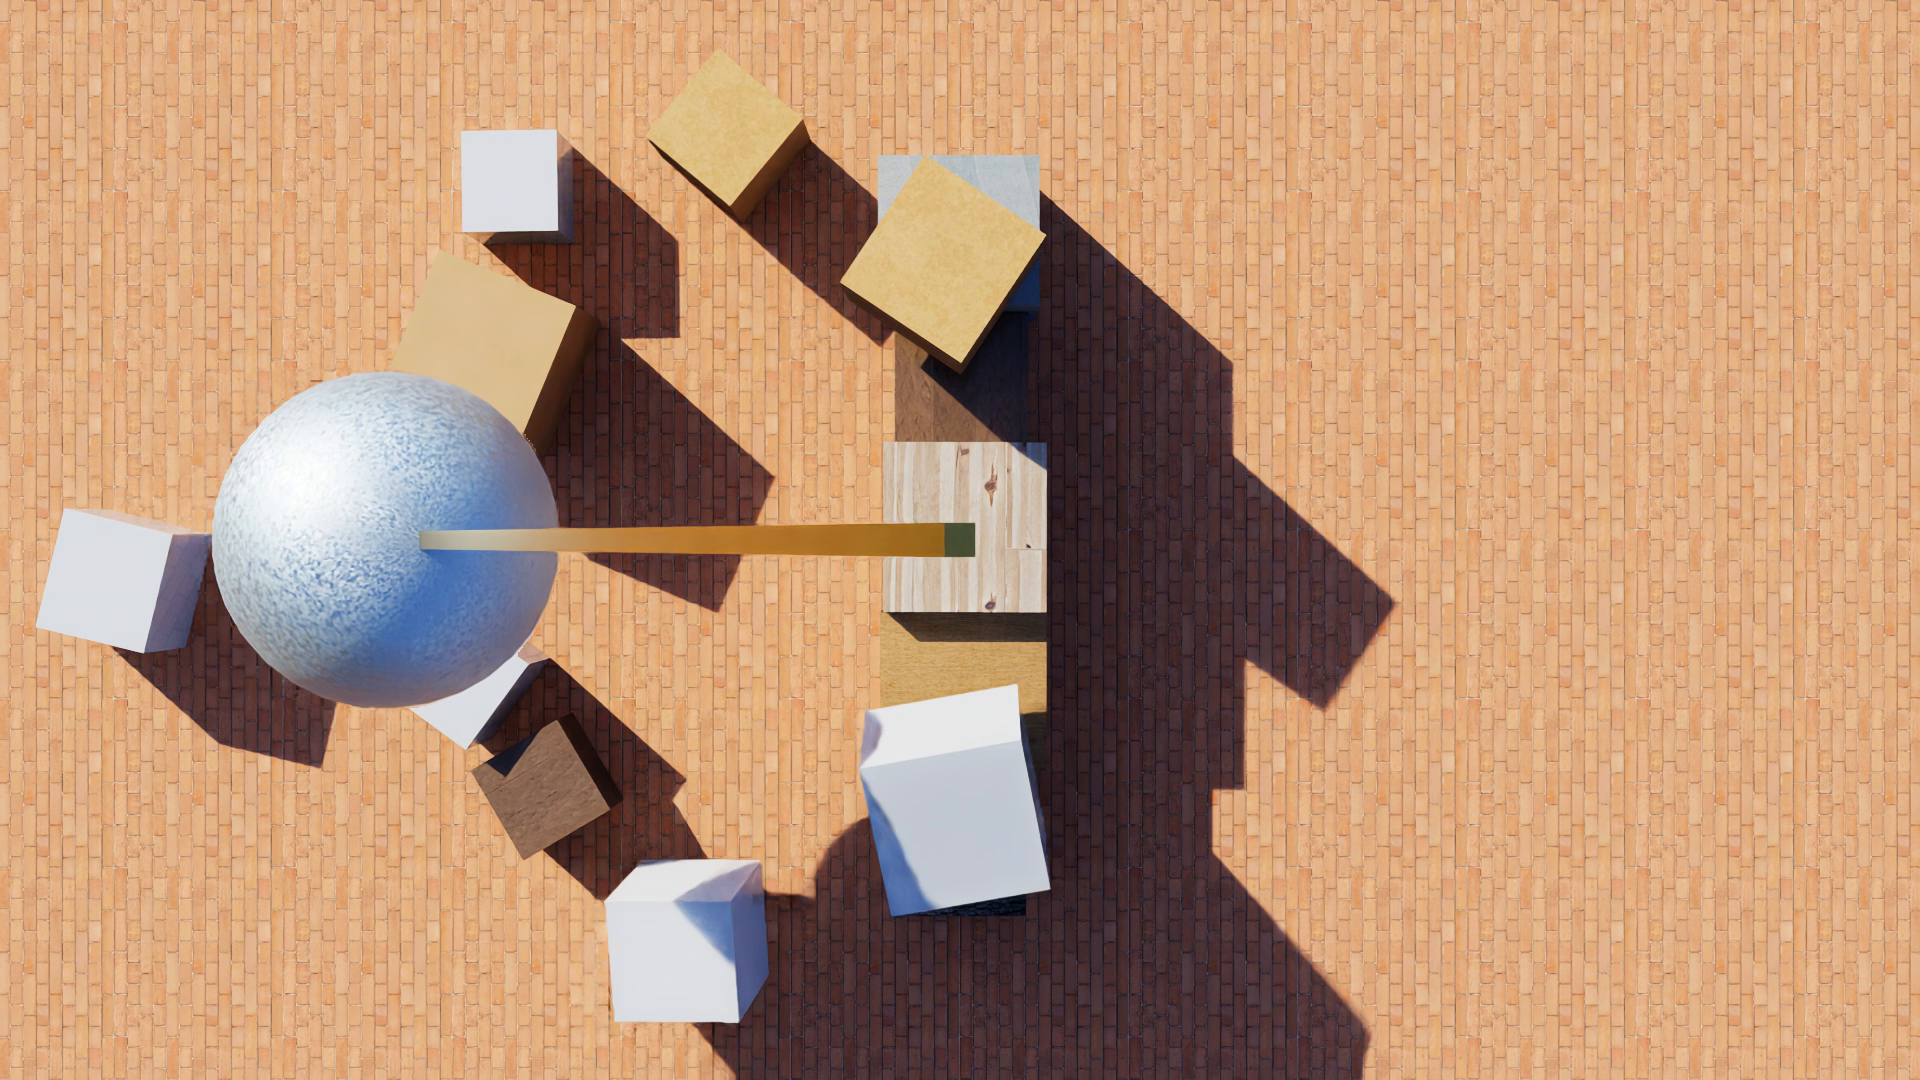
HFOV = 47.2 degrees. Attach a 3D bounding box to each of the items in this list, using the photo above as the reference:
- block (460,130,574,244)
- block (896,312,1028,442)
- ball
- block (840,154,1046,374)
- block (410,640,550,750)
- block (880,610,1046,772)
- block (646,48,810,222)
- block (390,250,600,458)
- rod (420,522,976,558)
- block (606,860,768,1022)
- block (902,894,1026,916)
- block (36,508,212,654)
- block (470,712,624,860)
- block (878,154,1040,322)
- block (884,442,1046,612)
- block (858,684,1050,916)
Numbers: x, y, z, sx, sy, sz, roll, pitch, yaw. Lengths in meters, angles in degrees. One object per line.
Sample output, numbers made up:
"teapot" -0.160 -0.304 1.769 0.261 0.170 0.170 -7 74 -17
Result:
"block" -2.556 -2.038 12.738 0.543 0.524 0.573 -1 90 0
"block" 0.009 -0.912 12.671 0.747 0.658 0.729 0 90 0
"ball" -2.705 0.000 10.424 1.600 1.600 1.600 0 90 0
"block" -0.086 -1.435 11.613 0.743 0.809 0.783 34 90 0
"block" -2.860 0.742 12.664 0.657 0.672 0.596 36 90 0
"block" 0.018 0.838 12.576 0.920 0.848 0.878 0 90 0
"block" -1.323 -2.314 12.659 0.620 0.682 0.639 40 90 0
"block" -2.667 -1.045 12.571 0.819 0.858 0.875 23 90 0
"rod" -1.172 0.000 7.389 0.080 5.200 0.080 0 90 -27
"block" -1.544 2.275 12.536 0.716 0.716 0.704 -1 100 9
"block" -0.013 1.696 12.652 0.763 0.697 0.817 0 90 0
"block" -4.800 0.228 12.665 0.624 0.669 0.687 14 90 0
"block" -2.384 1.421 12.744 0.572 0.512 0.595 -31 90 0
"block" -0.007 -1.695 12.509 0.884 0.982 0.818 0 90 0
"block" 0.028 -0.071 12.495 0.889 1.010 0.926 0 90 0
"block" -0.024 1.380 11.759 0.847 0.811 0.853 -10 107 3
